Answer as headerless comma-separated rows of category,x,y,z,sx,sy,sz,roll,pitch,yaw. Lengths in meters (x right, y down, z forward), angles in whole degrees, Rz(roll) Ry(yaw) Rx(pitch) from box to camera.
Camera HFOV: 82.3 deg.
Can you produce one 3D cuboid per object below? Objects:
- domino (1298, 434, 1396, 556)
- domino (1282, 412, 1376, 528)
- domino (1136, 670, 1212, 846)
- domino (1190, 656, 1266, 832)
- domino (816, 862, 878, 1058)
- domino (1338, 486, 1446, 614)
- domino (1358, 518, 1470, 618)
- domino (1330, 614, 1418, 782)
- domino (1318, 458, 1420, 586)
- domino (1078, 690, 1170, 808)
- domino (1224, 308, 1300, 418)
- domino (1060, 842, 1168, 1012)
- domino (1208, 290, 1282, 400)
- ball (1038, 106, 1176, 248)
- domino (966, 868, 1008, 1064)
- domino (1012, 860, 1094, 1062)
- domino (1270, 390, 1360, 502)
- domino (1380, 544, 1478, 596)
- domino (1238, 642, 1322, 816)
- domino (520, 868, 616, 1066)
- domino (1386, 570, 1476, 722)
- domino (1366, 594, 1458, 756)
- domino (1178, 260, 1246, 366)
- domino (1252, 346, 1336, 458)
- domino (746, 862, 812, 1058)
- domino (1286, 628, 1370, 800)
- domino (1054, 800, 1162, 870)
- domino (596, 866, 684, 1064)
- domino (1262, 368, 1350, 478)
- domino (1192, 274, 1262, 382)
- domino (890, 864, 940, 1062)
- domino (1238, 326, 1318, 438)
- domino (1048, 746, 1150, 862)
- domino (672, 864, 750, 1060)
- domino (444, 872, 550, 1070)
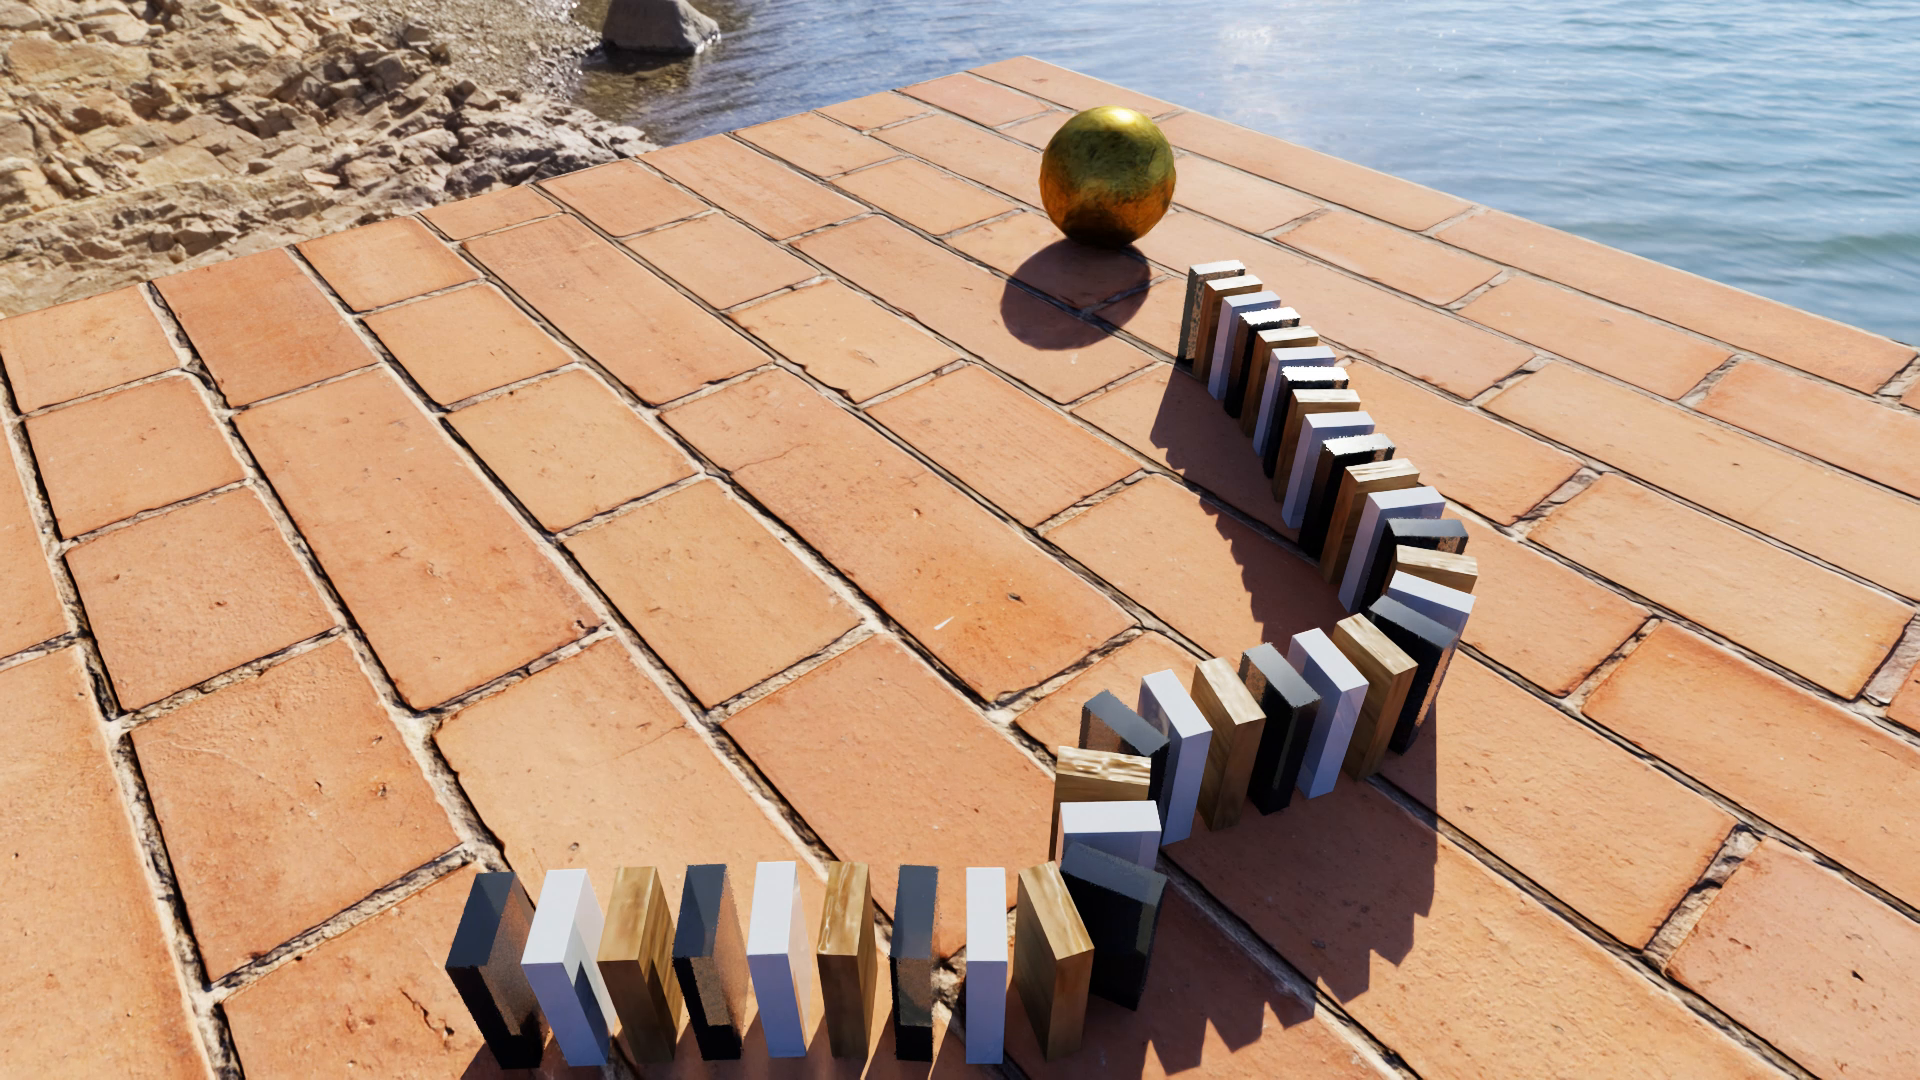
domino,0.151,-0.017,0.432,0.025,0.050,0.009,-8,40,-9
domino,0.148,-0.028,0.445,0.025,0.050,0.009,-4,39,-4
domino,0.062,0.066,0.331,0.010,0.050,0.025,-12,41,-15
domino,0.079,0.063,0.335,0.010,0.050,0.025,-11,41,-13
domino,-0.028,0.107,0.280,0.009,0.050,0.025,2,39,2
domino,0.159,0.004,0.406,0.025,0.050,0.010,-7,40,-8
domino,0.160,0.015,0.393,0.025,0.050,0.009,1,39,1
domino,0.126,0.051,0.350,0.010,0.050,0.025,-18,42,-20
domino,0.155,-0.006,0.419,0.025,0.050,0.010,-9,40,-10
domino,0.047,0.071,0.325,0.009,0.050,0.025,-27,47,-29
domino,0.140,-0.082,0.511,0.025,0.050,0.010,-10,40,-12
domino,0.038,0.102,0.287,0.025,0.050,0.009,16,42,19
domino,0.135,-0.092,0.524,0.025,0.050,0.010,-11,41,-13
ball,0.087,-0.213,0.648,0.080,0.080,0.080,0,39,0
domino,0.006,0.109,0.279,0.010,0.050,0.025,0,39,0
domino,0.023,0.108,0.280,0.009,0.050,0.025,-12,41,-14
domino,0.148,-0.039,0.459,0.025,0.050,0.010,0,39,0
domino,0.158,0.026,0.380,0.025,0.050,0.009,10,40,12
domino,0.095,0.059,0.340,0.010,0.050,0.025,-16,42,-18
domino,-0.097,0.109,0.279,0.010,0.050,0.025,-2,39,-2
domino,0.151,0.036,0.368,0.025,0.050,0.009,21,44,23
domino,0.141,0.044,0.357,0.025,0.050,0.009,32,49,33
domino,0.125,-0.113,0.550,0.025,0.050,0.009,-10,40,-12
domino,0.147,-0.061,0.485,0.025,0.050,0.009,-4,39,-5
domino,-0.045,0.107,0.280,0.010,0.050,0.025,-1,39,-2
domino,0.111,0.055,0.344,0.010,0.050,0.025,-14,41,-16
domino,0.039,0.091,0.300,0.025,0.050,0.009,-1,39,-1
domino,-0.080,0.108,0.279,0.009,0.050,0.025,-2,39,-2
domino,0.148,-0.050,0.472,0.025,0.050,0.009,0,39,0
domino,0.130,-0.103,0.537,0.025,0.050,0.009,-11,41,-13
domino,-0.011,0.108,0.279,0.010,0.050,0.025,2,39,3
domino,0.144,-0.071,0.498,0.025,0.050,0.010,-8,40,-10
domino,0.039,0.080,0.313,0.025,0.050,0.009,6,40,8
domino,-0.062,0.108,0.280,0.009,0.050,0.025,-2,39,-2
domino,-0.114,0.109,0.278,0.010,0.050,0.025,-2,39,-2
